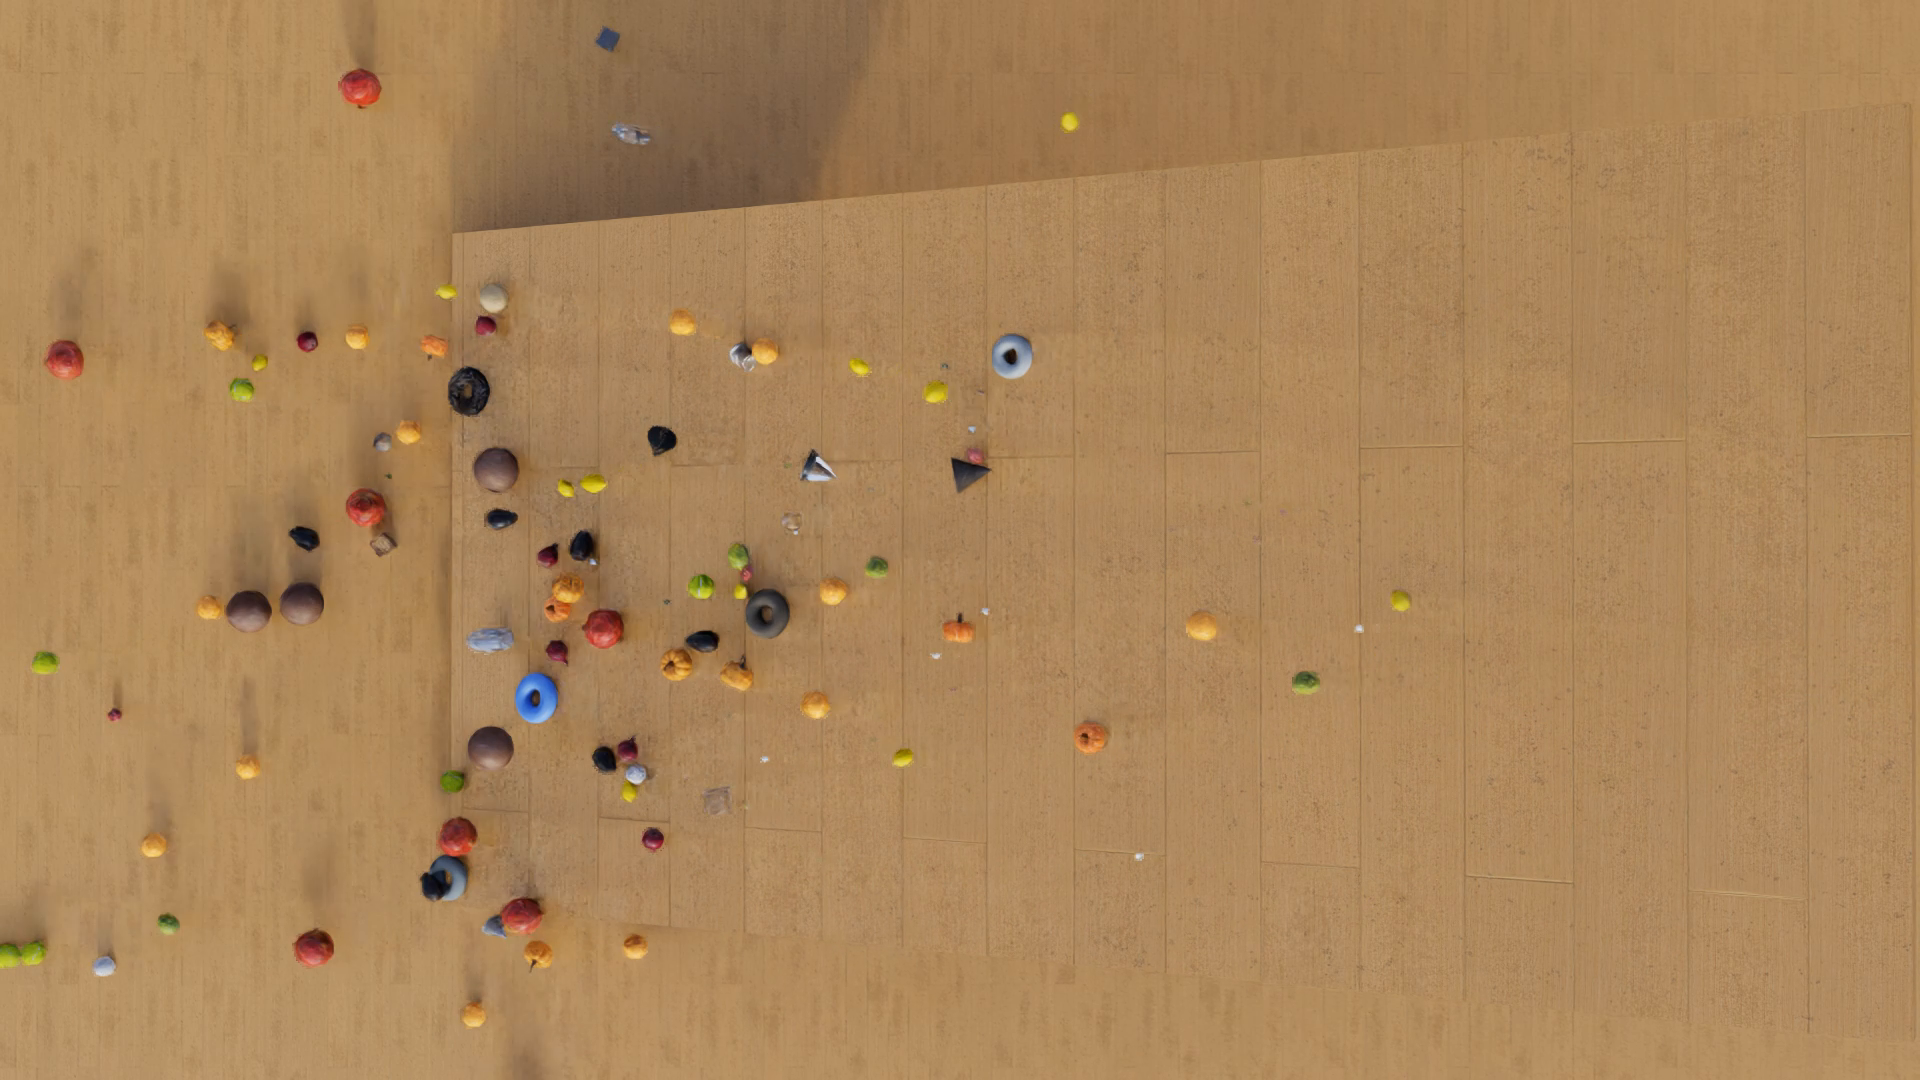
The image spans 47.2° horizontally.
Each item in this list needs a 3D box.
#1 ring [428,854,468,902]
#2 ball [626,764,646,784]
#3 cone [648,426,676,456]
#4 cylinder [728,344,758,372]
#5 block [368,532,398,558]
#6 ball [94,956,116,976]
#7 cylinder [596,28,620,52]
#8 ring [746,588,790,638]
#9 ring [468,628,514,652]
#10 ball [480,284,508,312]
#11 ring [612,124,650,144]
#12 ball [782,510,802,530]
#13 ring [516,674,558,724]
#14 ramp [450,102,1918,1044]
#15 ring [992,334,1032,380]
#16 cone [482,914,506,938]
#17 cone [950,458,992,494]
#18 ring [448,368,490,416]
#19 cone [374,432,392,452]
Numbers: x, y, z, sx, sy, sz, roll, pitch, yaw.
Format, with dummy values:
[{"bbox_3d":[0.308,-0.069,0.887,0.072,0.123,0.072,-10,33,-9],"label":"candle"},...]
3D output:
[{"bbox_3d":[-1.516,1.000,6.511,0.139,0.046,0.139,0,90,32],"label":"ring"},{"bbox_3d":[-0.910,0.658,6.187,0.057,0.057,0.057,0,89,0],"label":"ball"},{"bbox_3d":[-0.848,-0.259,6.174,0.085,0.085,0.085,15,47,-16],"label":"cone"},{"bbox_3d":[-0.593,-0.500,6.025,0.059,0.059,0.059,39,89,32],"label":"cylinder"},{"bbox_3d":[-1.732,0.014,6.607,0.055,0.055,0.055,-38,90,0],"label":"block"},{"bbox_3d":[-2.564,1.279,6.592,0.059,0.059,0.059,0,89,0],"label":"ball"},{"bbox_3d":[-1.059,-1.506,6.622,0.053,0.053,0.053,29,90,0],"label":"cylinder"},{"bbox_3d":[-0.525,0.201,5.994,0.135,0.045,0.135,-1,88,29],"label":"ring"},{"bbox_3d":[-1.362,0.289,6.389,0.131,0.131,0.044,3,105,0],"label":"ring"},{"bbox_3d":[-1.360,-0.706,6.416,0.084,0.084,0.084,0,89,0],"label":"ball"},{"bbox_3d":[-0.955,-1.176,6.372,0.112,0.112,0.037,19,106,0],"label":"ring"},{"bbox_3d":[-0.453,-0.053,5.952,0.056,0.056,0.056,0,89,0],"label":"ball"},{"bbox_3d":[-1.225,0.458,6.361,0.145,0.048,0.145,-2,85,30],"label":"ring"},{"bbox_3d":[0.276,0.078,5.651,4.000,0.100,2.000,0,89,28],"label":"ramp"},{"bbox_3d":[0.134,-0.471,5.655,0.116,0.039,0.116,-1,88,28],"label":"ring"},{"bbox_3d":[-1.377,1.169,6.573,0.071,0.071,0.071,36,89,22],"label":"cone"},{"bbox_3d":[0.035,-0.174,5.701,0.100,0.100,0.100,-11,89,1],"label":"cone"},{"bbox_3d":[-1.451,-0.438,6.492,0.143,0.048,0.143,0,91,27],"label":"ring"},{"bbox_3d":[-1.741,-0.294,6.609,0.058,0.058,0.058,0,89,0],"label":"cone"}]
